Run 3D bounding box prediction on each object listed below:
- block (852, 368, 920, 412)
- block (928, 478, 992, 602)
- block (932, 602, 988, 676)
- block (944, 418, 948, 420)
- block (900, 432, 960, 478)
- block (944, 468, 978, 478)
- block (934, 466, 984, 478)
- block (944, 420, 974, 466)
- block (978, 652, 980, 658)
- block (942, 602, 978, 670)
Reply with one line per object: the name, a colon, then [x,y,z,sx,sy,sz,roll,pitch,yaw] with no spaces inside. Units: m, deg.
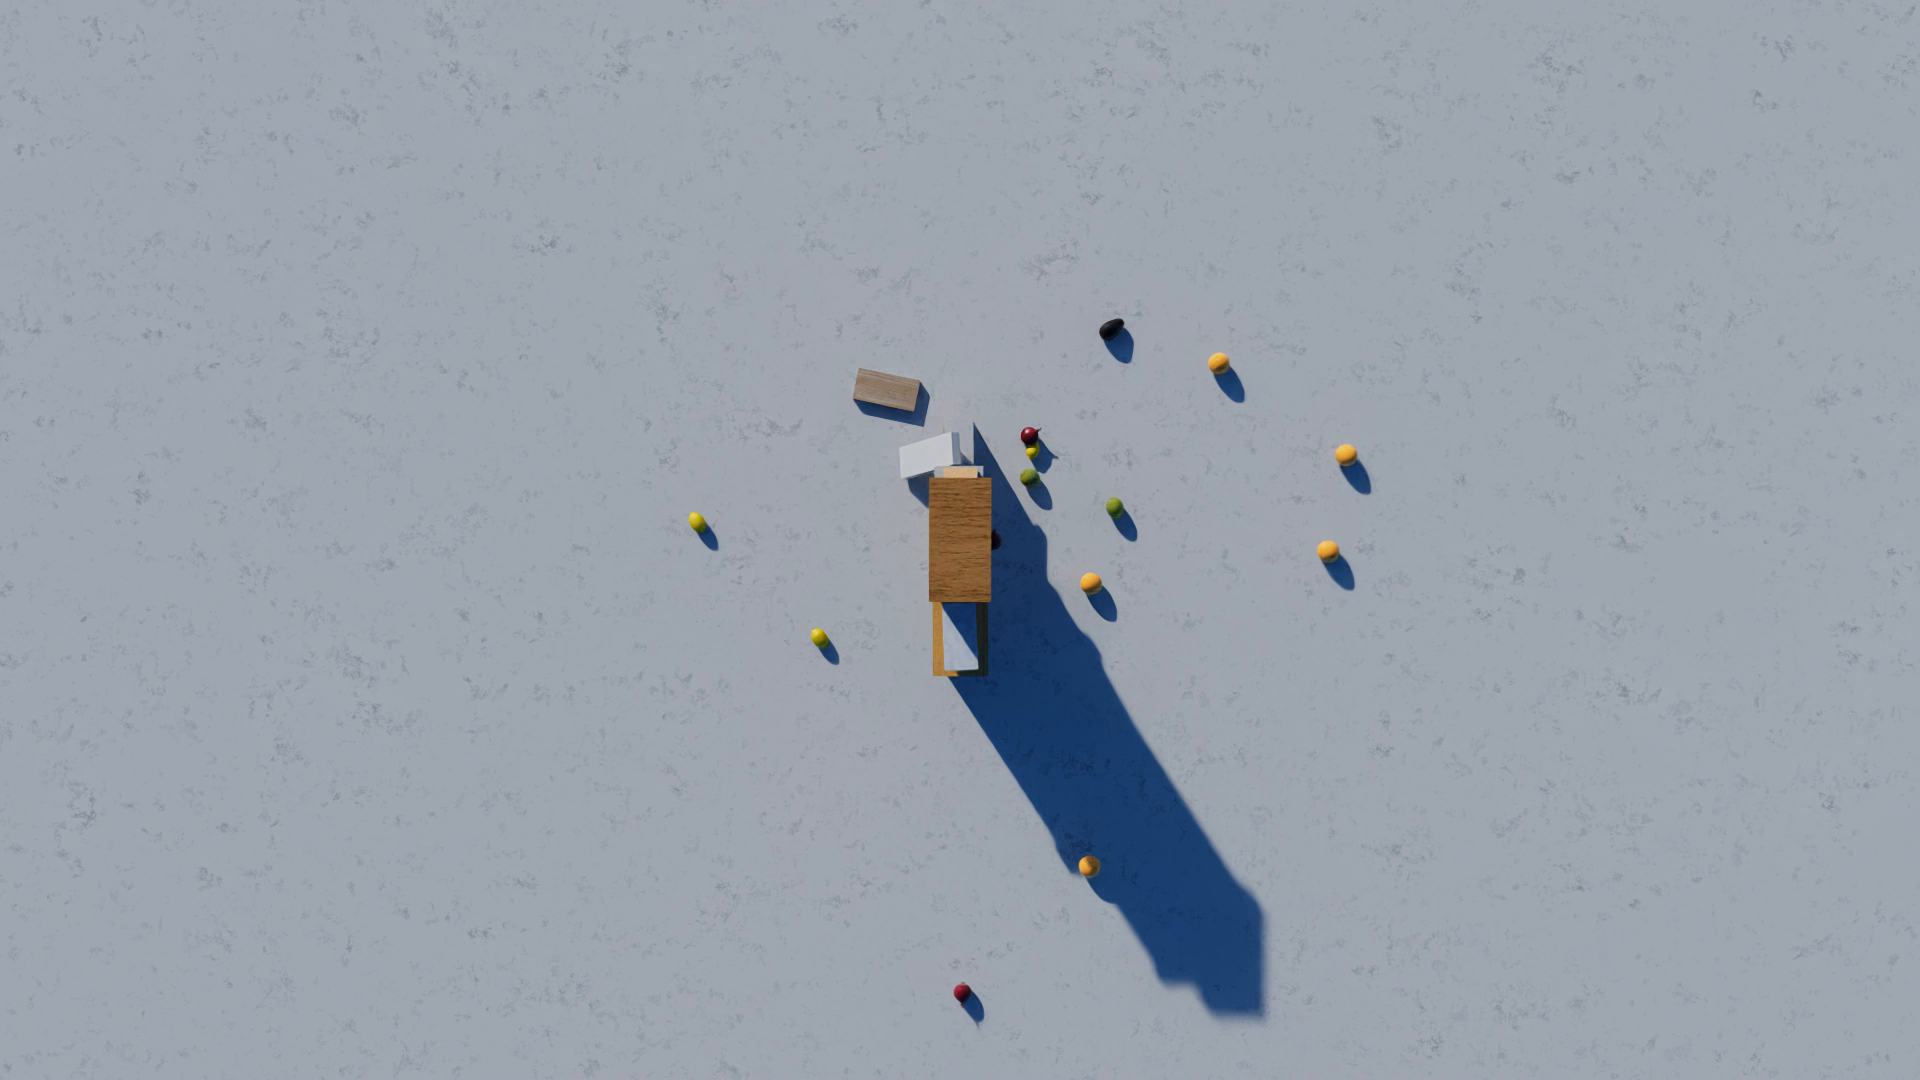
block: [-0.244,-0.499,5.485,0.208,0.029,0.104,12,90,0]
block: [0.000,-0.001,4.728,0.177,0.050,0.355,0,90,0]
block: [0.001,0.250,5.133,0.171,0.049,0.343,0,90,0]
block: [-0.007,-0.370,5.406,0.093,0.186,0.026,1,102,0]
block: [-0.100,-0.272,5.342,0.029,0.343,0.104,-1,85,-31]
block: [0.000,-0.183,5.049,0.104,0.208,0.029,1,106,0]
block: [-0.003,-0.079,5.174,0.152,0.043,0.304,0,90,0]
block: [-0.003,-0.294,5.300,0.093,0.026,0.186,0,91,0]
block: [0.007,0.349,5.009,0.100,0.200,0.028,3,90,0]
block: [0.000,0.285,4.895,0.100,0.028,0.200,-2,90,0]
